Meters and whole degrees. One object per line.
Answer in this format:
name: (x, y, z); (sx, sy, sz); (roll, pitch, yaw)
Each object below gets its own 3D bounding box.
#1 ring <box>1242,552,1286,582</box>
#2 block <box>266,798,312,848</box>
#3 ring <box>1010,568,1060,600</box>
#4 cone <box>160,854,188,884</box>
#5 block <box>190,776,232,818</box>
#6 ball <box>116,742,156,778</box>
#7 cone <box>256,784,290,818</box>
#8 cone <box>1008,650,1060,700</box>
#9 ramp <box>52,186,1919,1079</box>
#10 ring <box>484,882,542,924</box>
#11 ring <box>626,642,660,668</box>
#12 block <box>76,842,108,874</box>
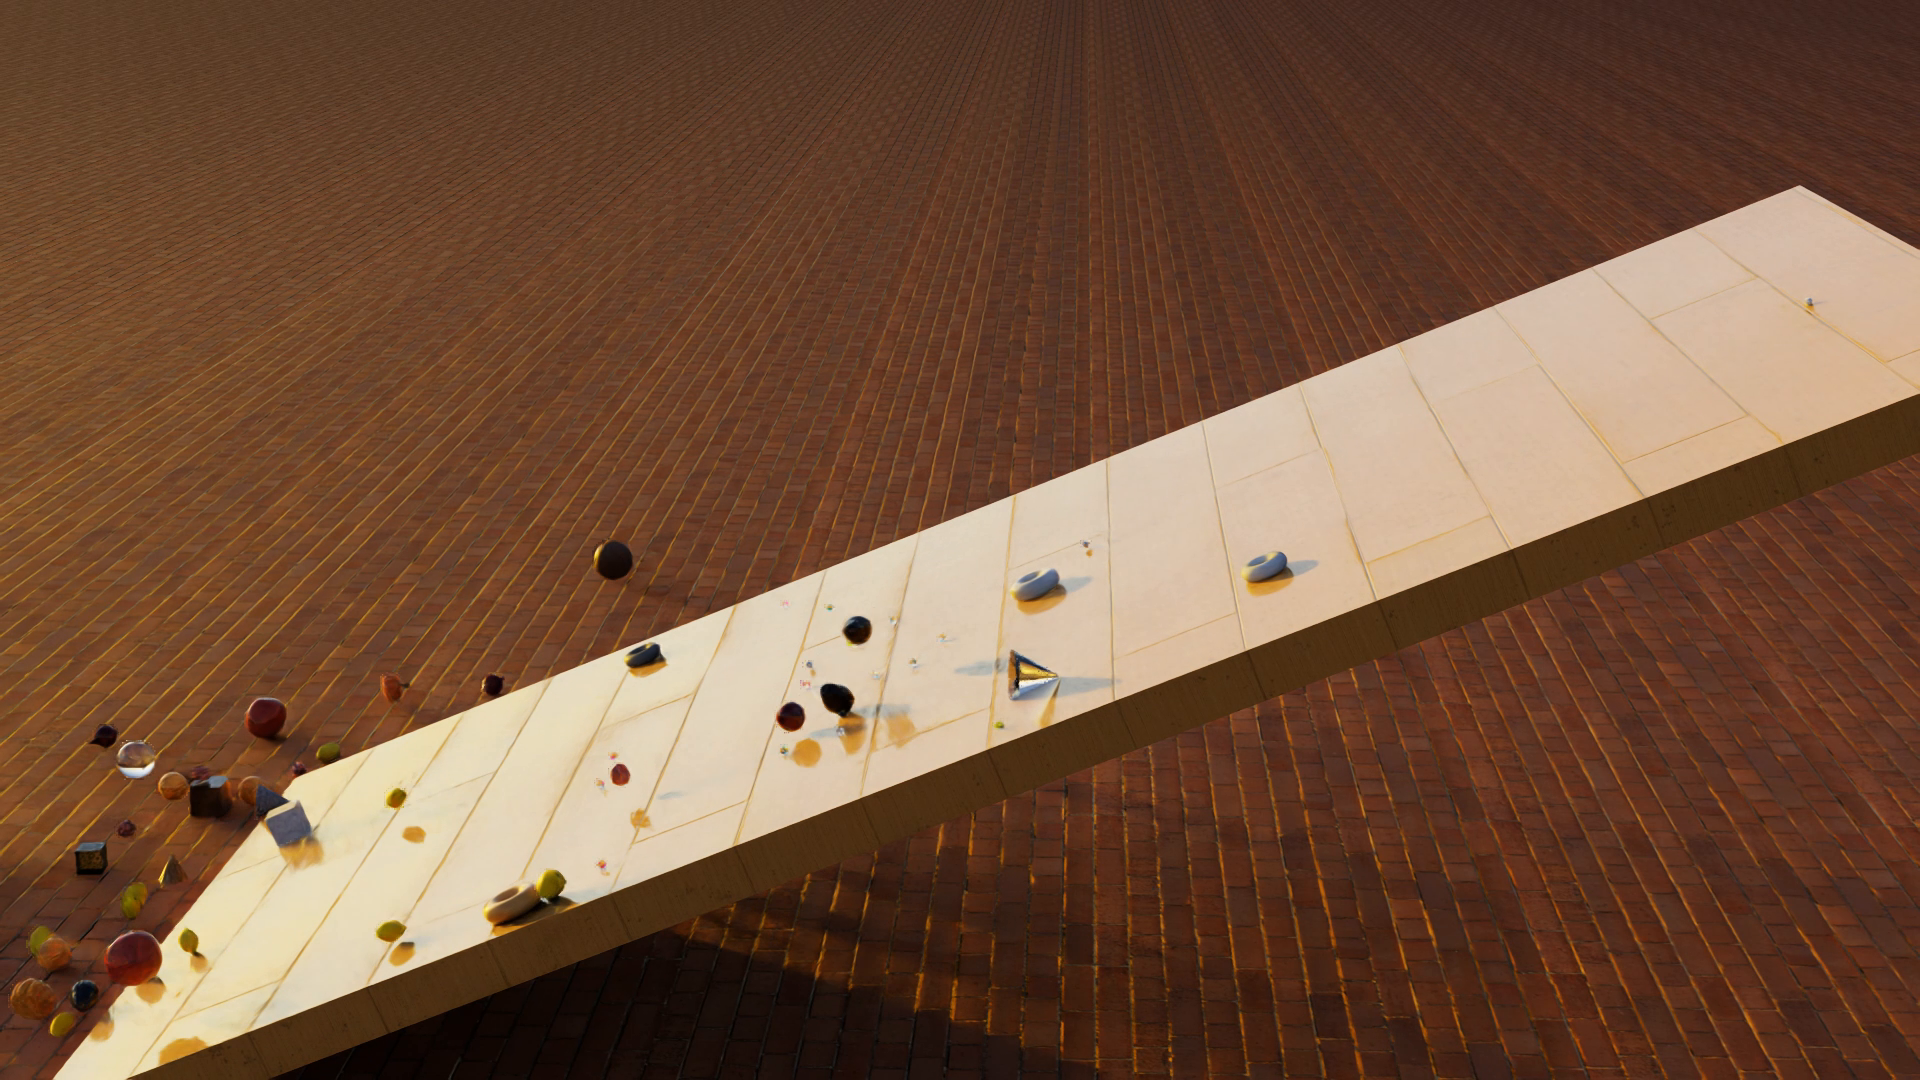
ring: (0.585, 0.051, 5.659); (0.094, 0.031, 0.094); (-23, 12, 5)
block: (-1.568, 0.662, 6.866); (0.075, 0.075, 0.075); (-23, 12, -2)
ring: (0.159, 0.094, 6.241); (0.111, 0.037, 0.111); (-23, 11, 5)
cone: (-1.890, 0.781, 7.060); (0.068, 0.068, 0.068); (0, 14, 0)
block: (-1.918, 0.657, 7.527); (0.080, 0.080, 0.080); (1, 14, 4)
ball: (-2.181, 0.582, 7.783); (0.099, 0.099, 0.099); (0, 14, 0)
cone: (-1.685, 0.645, 7.243); (0.083, 0.083, 0.083); (3, 14, -5)
cone: (0.145, 0.256, 5.559); (0.095, 0.095, 0.095); (3, 14, -8)
ramp: (0.126, 0.172, 6.288); (4.000, 0.100, 2.000); (-21, 12, 8)
ring: (-0.843, 0.684, 5.541); (0.117, 0.039, 0.117); (-23, 11, 5)
ring: (-0.771, 0.279, 7.154); (0.094, 0.031, 0.094); (-22, 14, 6)
block: (-2.102, 0.770, 7.119); (0.060, 0.060, 0.060); (-1, 14, -3)
